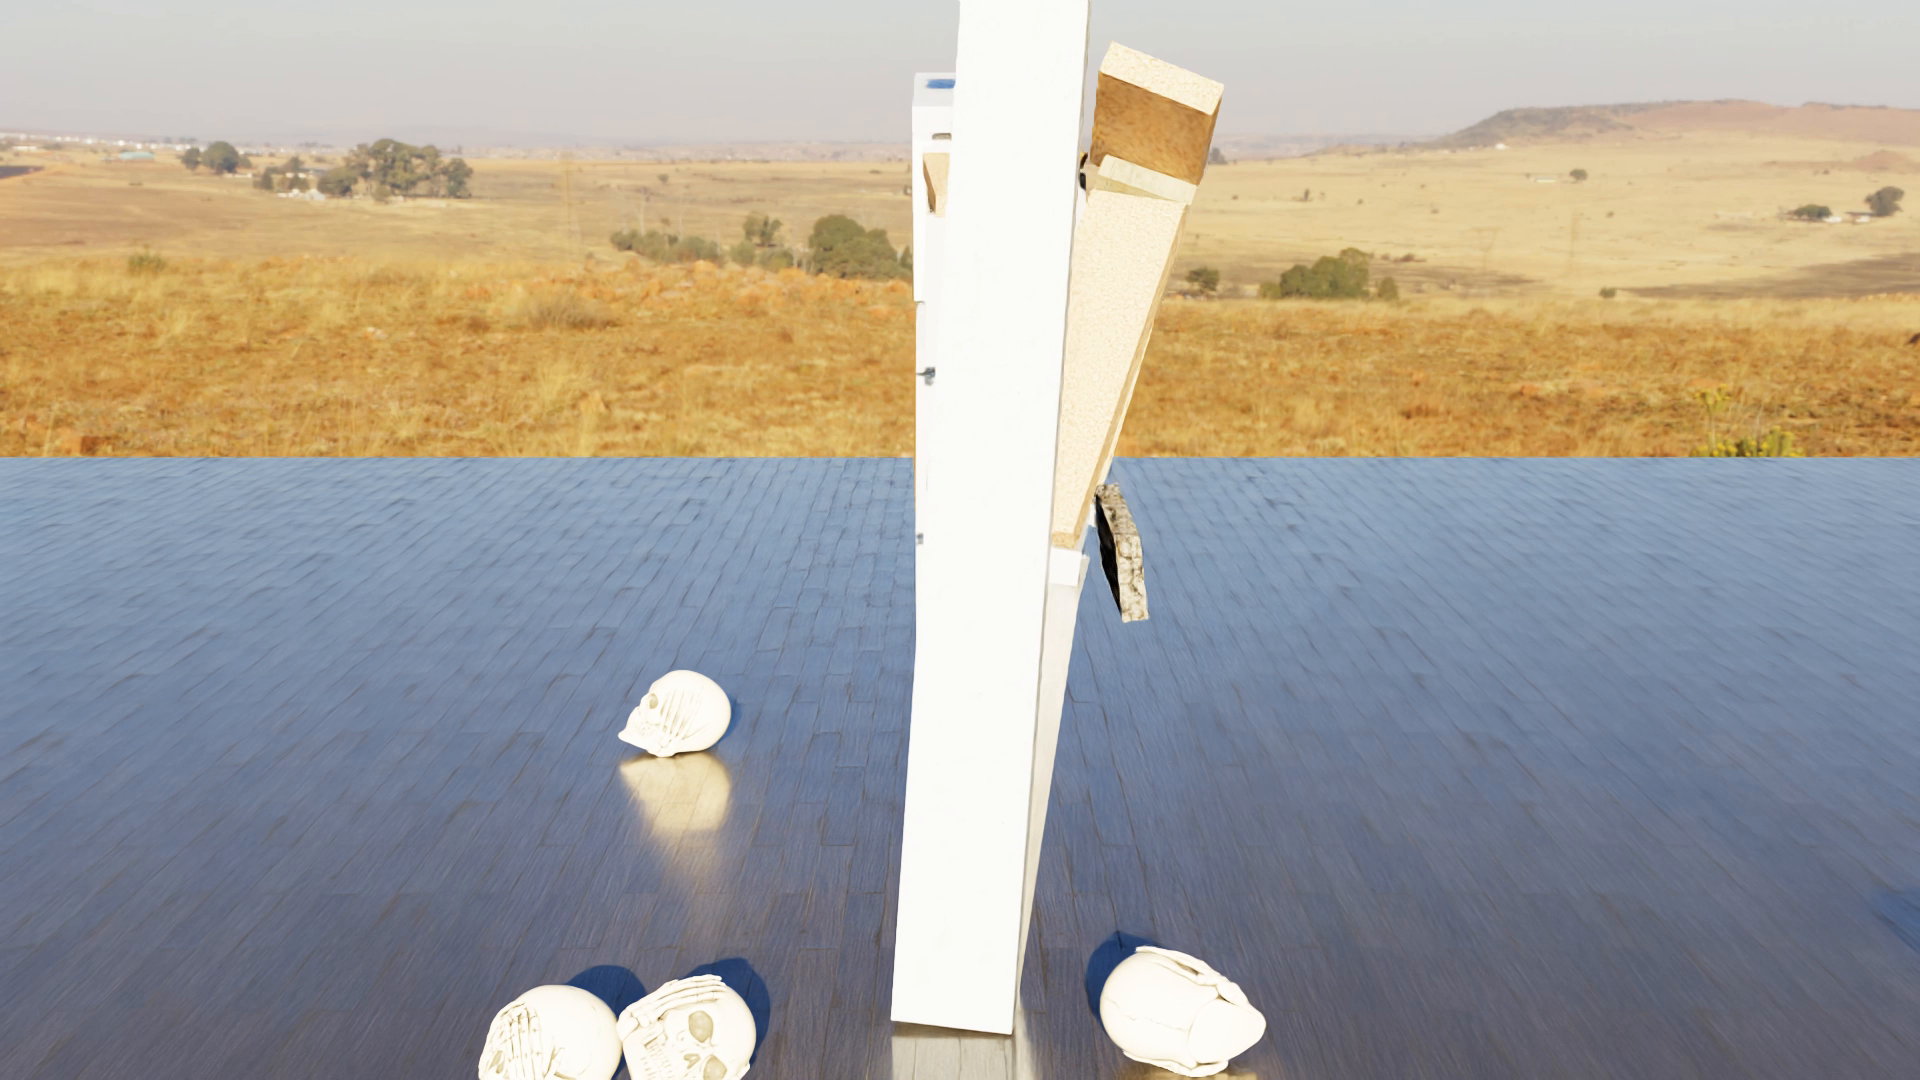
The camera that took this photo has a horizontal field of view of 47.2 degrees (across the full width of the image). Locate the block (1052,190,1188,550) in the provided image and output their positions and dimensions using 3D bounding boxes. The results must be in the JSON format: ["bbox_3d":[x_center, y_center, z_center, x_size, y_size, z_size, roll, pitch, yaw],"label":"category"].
[{"bbox_3d":[0.182,-0.262,3.227,0.148,0.598,0.042,12,-28,17],"label":"block"}]

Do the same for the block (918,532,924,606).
[{"bbox_3d":[-0.002,-0.159,4.208,0.153,0.571,0.043,0,1,0],"label":"block"}]

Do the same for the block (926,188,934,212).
[{"bbox_3d":[0.003,-0.517,3.968,0.130,0.260,0.037,0,18,0],"label":"block"}]

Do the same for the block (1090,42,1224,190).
[{"bbox_3d":[0.288,-0.616,3.269,0.172,0.049,0.344,23,-11,6],"label":"block"}]

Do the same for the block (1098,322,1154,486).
[{"bbox_3d":[0.198,-0.229,3.561,0.148,0.297,0.042,17,16,2],"label":"block"}]

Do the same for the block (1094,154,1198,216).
[{"bbox_3d":[0.267,-0.474,3.472,0.148,0.042,0.297,20,-31,4],"label":"block"}]

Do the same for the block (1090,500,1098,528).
[{"bbox_3d":[0.146,-0.073,3.656,0.132,0.037,0.264,18,4,-12],"label":"block"}]

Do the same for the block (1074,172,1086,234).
[{"bbox_3d":[0.165,-0.504,3.616,0.095,0.189,0.027,-22,33,-28],"label":"block"}]

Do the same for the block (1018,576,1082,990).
[{"bbox_3d":[0.044,0.347,3.205,0.172,0.629,0.049,8,12,-2],"label":"block"}]

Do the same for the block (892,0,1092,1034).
[{"bbox_3d":[0.049,-0.140,3.037,0.172,1.662,0.049,5,6,9],"label":"block"}]

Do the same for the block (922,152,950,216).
[{"bbox_3d":[0.011,-0.624,3.845,0.130,0.037,0.260,-2,26,-6],"label":"block"}]

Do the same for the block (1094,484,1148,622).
[{"bbox_3d":[0.246,0.016,3.383,0.037,0.132,0.264,-7,19,-1],"label":"block"}]

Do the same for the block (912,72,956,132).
[{"bbox_3d":[-0.005,-0.813,4.074,0.160,0.045,0.320,0,23,0],"label":"block"}]

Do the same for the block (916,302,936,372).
[{"bbox_3d":[-0.002,-0.401,4.070,0.153,0.043,0.307,0,32,0],"label":"block"}]

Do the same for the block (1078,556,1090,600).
[{"bbox_3d":[0.072,0.168,3.417,0.172,0.345,0.049,18,10,18],"label":"block"}]

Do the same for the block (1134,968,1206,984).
[{"bbox_3d":[0.312,0.648,3.272,0.102,0.014,0.051,1,-6,11],"label":"block"}]

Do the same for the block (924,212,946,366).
[{"bbox_3d":[0.005,-0.432,3.798,0.130,0.263,0.037,0,19,-3],"label":"block"}]

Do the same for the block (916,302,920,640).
[{"bbox_3d":[-0.005,-0.187,4.252,0.160,1.325,0.045,0,1,0],"label":"block"}]

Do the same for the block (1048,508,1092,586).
[{"bbox_3d":[0.099,-0.005,3.250,0.172,0.049,0.345,9,12,4],"label":"block"}]

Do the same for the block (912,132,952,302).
[{"bbox_3d":[-0.005,-0.601,4.047,0.160,0.320,0.045,0,18,-1],"label":"block"}]

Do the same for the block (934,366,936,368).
[{"bbox_3d":[-0.002,-0.294,3.838,0.081,0.023,0.161,0,20,-2],"label":"block"}]

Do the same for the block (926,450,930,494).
[{"bbox_3d":[0.001,-0.106,3.880,0.118,0.034,0.237,0,20,-1],"label":"block"}]

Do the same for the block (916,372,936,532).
[{"bbox_3d":[-0.002,-0.169,4.018,0.153,0.307,0.043,0,6,0],"label":"block"}]

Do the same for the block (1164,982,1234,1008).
[{"bbox_3d":[0.351,0.666,3.220,0.102,0.014,0.051,1,11,8],"label":"block"}]

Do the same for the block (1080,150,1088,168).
[{"bbox_3d":[0.110,-0.664,3.604,0.095,0.027,0.189,-24,57,-39],"label":"block"}]
